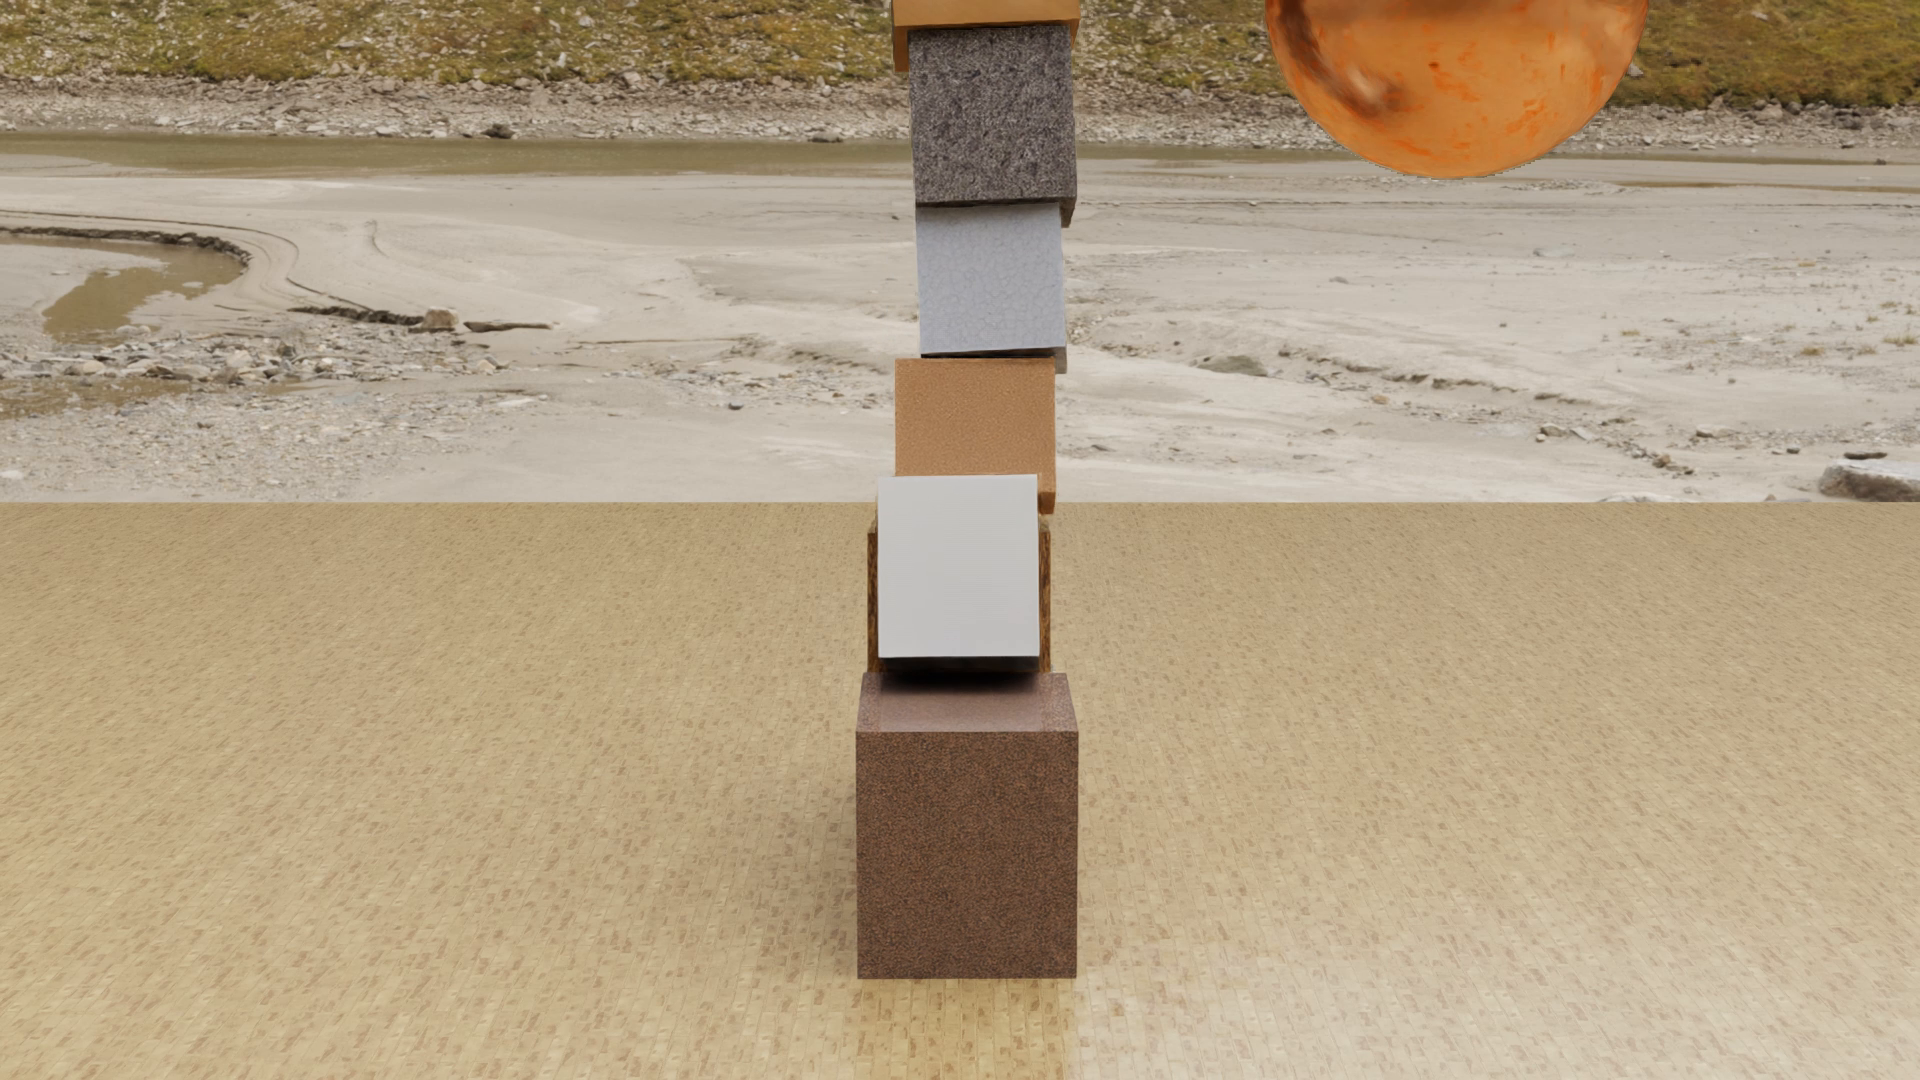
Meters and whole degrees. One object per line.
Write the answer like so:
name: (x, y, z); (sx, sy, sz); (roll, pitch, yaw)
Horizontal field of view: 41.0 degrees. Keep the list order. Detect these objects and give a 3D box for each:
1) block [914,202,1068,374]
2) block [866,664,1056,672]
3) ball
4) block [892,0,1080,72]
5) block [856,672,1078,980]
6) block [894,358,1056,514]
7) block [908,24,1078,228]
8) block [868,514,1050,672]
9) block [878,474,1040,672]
block: (0.145, -1.101, 11.409); (0.631, 0.645, 0.585); (-3, -8, 3)
block: (0.002, 1.056, 11.424); (0.862, 0.836, 0.839); (0, 10, 0)
ball: (2.074, -2.324, 10.758); (1.600, 1.600, 1.600); (0, 10, 0)
block: (0.092, -2.561, 11.471); (0.803, 0.719, 0.804); (-3, -4, -2)
block: (0.024, 1.143, 10.480); (0.862, 1.001, 0.991); (0, 10, -1)
block: (0.070, -0.451, 11.391); (0.693, 0.587, 0.695); (-1, -7, 1)
block: (0.136, -1.819, 11.438); (0.703, 0.755, 0.703); (-3, -4, -1)
block: (-0.001, 0.248, 11.713); (0.806, 0.649, 0.792); (0, 6, 0)
block: (0.005, 0.154, 10.866); (0.656, 0.743, 0.766); (-1, -7, 2)
